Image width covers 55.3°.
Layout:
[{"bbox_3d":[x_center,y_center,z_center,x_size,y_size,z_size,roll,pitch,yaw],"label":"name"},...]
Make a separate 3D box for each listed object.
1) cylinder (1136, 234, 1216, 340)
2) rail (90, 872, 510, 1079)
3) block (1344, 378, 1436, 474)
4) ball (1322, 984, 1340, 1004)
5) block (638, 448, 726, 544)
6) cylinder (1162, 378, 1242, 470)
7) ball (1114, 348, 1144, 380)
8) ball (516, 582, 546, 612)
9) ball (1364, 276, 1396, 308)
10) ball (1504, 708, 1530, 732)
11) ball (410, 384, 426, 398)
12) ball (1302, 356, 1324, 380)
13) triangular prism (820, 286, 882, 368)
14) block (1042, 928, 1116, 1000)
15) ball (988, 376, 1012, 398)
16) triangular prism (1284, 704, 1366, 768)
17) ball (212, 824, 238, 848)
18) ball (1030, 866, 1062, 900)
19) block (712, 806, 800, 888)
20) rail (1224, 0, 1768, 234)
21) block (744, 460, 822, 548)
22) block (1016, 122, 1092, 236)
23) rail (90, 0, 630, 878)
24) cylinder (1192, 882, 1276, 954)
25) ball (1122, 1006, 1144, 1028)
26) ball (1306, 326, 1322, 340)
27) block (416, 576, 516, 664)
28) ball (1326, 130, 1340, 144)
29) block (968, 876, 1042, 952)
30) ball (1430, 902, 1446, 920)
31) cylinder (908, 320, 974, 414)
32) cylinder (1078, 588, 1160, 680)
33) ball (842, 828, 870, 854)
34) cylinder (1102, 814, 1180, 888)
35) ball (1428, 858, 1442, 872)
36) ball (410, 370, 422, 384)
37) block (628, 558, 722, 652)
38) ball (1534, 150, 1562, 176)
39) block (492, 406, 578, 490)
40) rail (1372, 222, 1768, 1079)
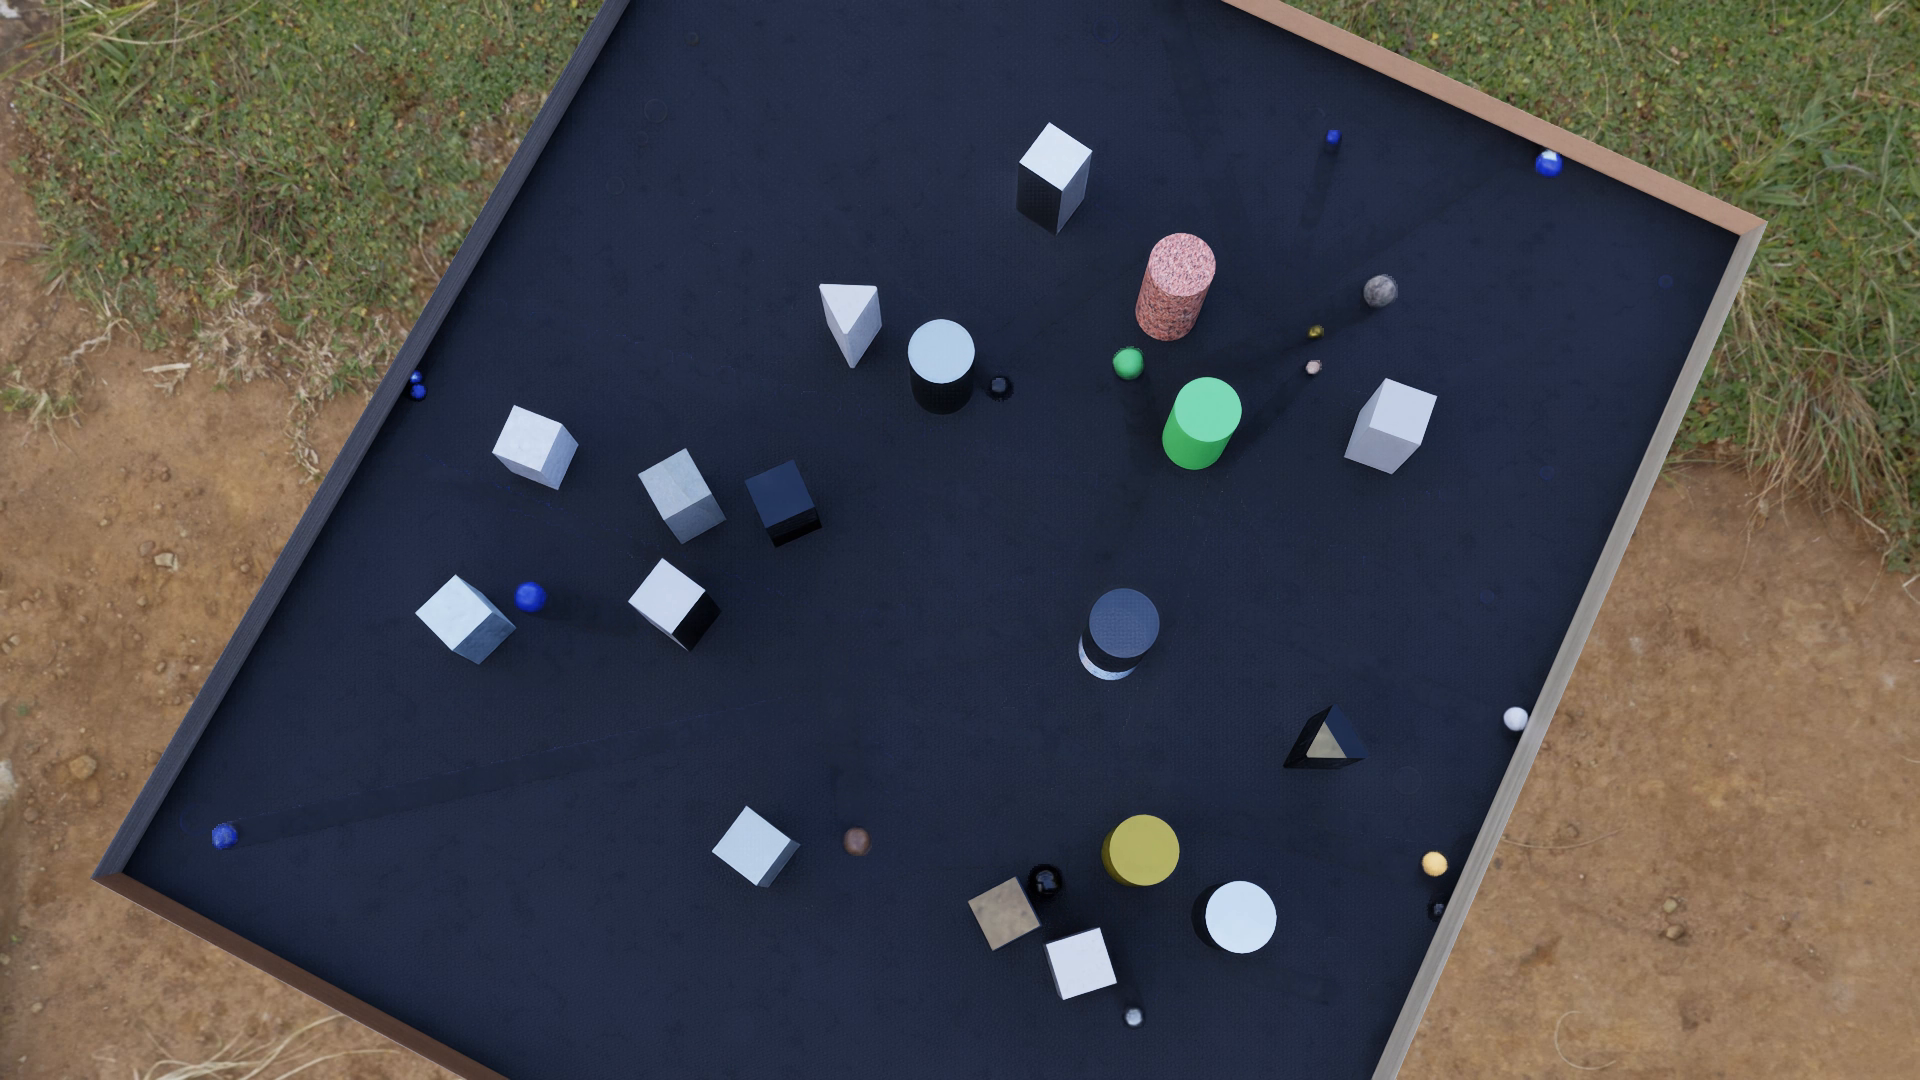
[{"bbox_3d":[0.650,-0.762,5.561,0.195,0.418,0.195,0,78,0],"label":"cylinder"},{"bbox_3d":[-0.893,1.756,5.187,3.594,0.127,0.045,26,80,5],"label":"rail"},{"bbox_3d":[1.289,-0.338,5.504,0.156,0.357,0.156,20,79,4],"label":"block"},{"bbox_3d":[1.076,1.316,5.315,0.057,0.057,0.057,0,78,0],"label":"ball"},{"bbox_3d":[-0.824,-0.126,5.465,0.156,0.348,0.156,-30,80,-6],"label":"block"},{"bbox_3d":[0.724,-0.347,5.515,0.195,0.339,0.195,0,78,0],"label":"cylinder"},{"bbox_3d":[0.524,-0.545,5.680,0.096,0.096,0.096,0,78,0],"label":"ball"},{"bbox_3d":[-1.295,0.174,5.533,0.093,0.093,0.093,0,78,0],"label":"ball"},{"bbox_3d":[1.311,-0.776,5.727,0.098,0.098,0.098,0,78,0],"label":"ball"},{"bbox_3d":[1.660,0.535,5.469,0.072,0.072,0.072,0,78,0],"label":"ball"},{"bbox_3d":[-1.684,-0.461,5.689,0.045,0.045,0.045,0,78,0],"label":"ball"},{"bbox_3d":[1.099,-0.537,5.706,0.072,0.072,0.072,0,78,0],"label":"ball"},{"bbox_3d":[-0.353,-0.680,5.581,0.147,0.344,0.169,32,80,6],"label":"triangular prism"},{"bbox_3d":[0.339,1.207,5.232,0.156,0.263,0.156,-17,79,-3],"label":"block"},{"bbox_3d":[0.124,-0.473,5.678,0.072,0.072,0.072,0,78,0],"label":"ball"},{"bbox_3d":[1.052,0.569,5.306,0.169,0.377,0.147,0,78,0],"label":"triangular prism"},{"bbox_3d":[-2.165,0.874,5.401,0.069,0.069,0.069,0,78,0],"label":"ball"},{"bbox_3d":[0.251,1.001,5.360,0.096,0.096,0.096,0,78,0],"label":"ball"},{"bbox_3d":[-0.582,0.885,5.268,0.156,0.325,0.156,36,81,7],"label":"block"},{"bbox_3d":[0.893,-1.743,5.911,3.594,0.127,0.045,26,80,5],"label":"rail"},{"bbox_3d":[-0.527,-0.106,5.491,0.156,0.289,0.156,-24,79,-5],"label":"block"},{"bbox_3d":[0.286,-1.108,5.656,0.156,0.371,0.156,35,80,7],"label":"block"},{"bbox_3d":[-1.586,-0.770,5.710,0.045,0.127,4.043,26,80,5],"label":"rail"},{"bbox_3d":[0.777,1.076,5.228,0.195,0.324,0.195,0,78,0],"label":"cylinder"},{"bbox_3d":[0.501,1.379,5.299,0.064,0.064,0.064,0,78,0],"label":"ball"},{"bbox_3d":[1.107,-0.649,5.728,0.044,0.044,0.044,0,78,0],"label":"ball"},{"bbox_3d":[-1.456,0.239,5.415,0.156,0.298,0.156,44,82,8],"label":"block"},{"bbox_3d":[1.193,-1.286,5.860,0.044,0.044,0.044,0,78,0],"label":"ball"},{"bbox_3d":[0.127,1.074,5.268,0.156,0.248,0.156,-27,80,-5],"label":"block"},{"bbox_3d":[1.401,1.085,5.365,0.054,0.054,0.054,0,78,0],"label":"ball"},{"bbox_3d":[-0.055,-0.520,5.549,0.195,0.343,0.195,0,78,0],"label":"cylinder"},{"bbox_3d":[0.456,0.279,5.315,0.195,0.479,0.195,0,78,0],"label":"cylinder"},{"bbox_3d":[-0.305,0.885,5.392,0.081,0.081,0.081,0,78,0],"label":"ball"},{"bbox_3d":[0.516,0.898,5.275,0.195,0.305,0.195,0,78,0],"label":"cylinder"},{"bbox_3d":[1.395,0.953,5.383,0.042,0.042,0.042,0,78,0],"label":"ball"},{"bbox_3d":[-1.693,-0.509,5.701,0.042,0.042,0.042,0,78,0],"label":"ball"},{"bbox_3d":[-0.834,0.196,5.389,0.156,0.367,0.156,36,81,7],"label":"block"},{"bbox_3d":[1.869,-1.196,5.822,0.083,0.083,0.083,0,78,0],"label":"ball"},{"bbox_3d":[-1.284,-0.278,5.552,0.156,0.239,0.156,21,79,4],"label":"block"},{"bbox_3d":[1.586,0.783,5.389,0.045,0.127,4.043,26,80,5],"label":"rail"}]
